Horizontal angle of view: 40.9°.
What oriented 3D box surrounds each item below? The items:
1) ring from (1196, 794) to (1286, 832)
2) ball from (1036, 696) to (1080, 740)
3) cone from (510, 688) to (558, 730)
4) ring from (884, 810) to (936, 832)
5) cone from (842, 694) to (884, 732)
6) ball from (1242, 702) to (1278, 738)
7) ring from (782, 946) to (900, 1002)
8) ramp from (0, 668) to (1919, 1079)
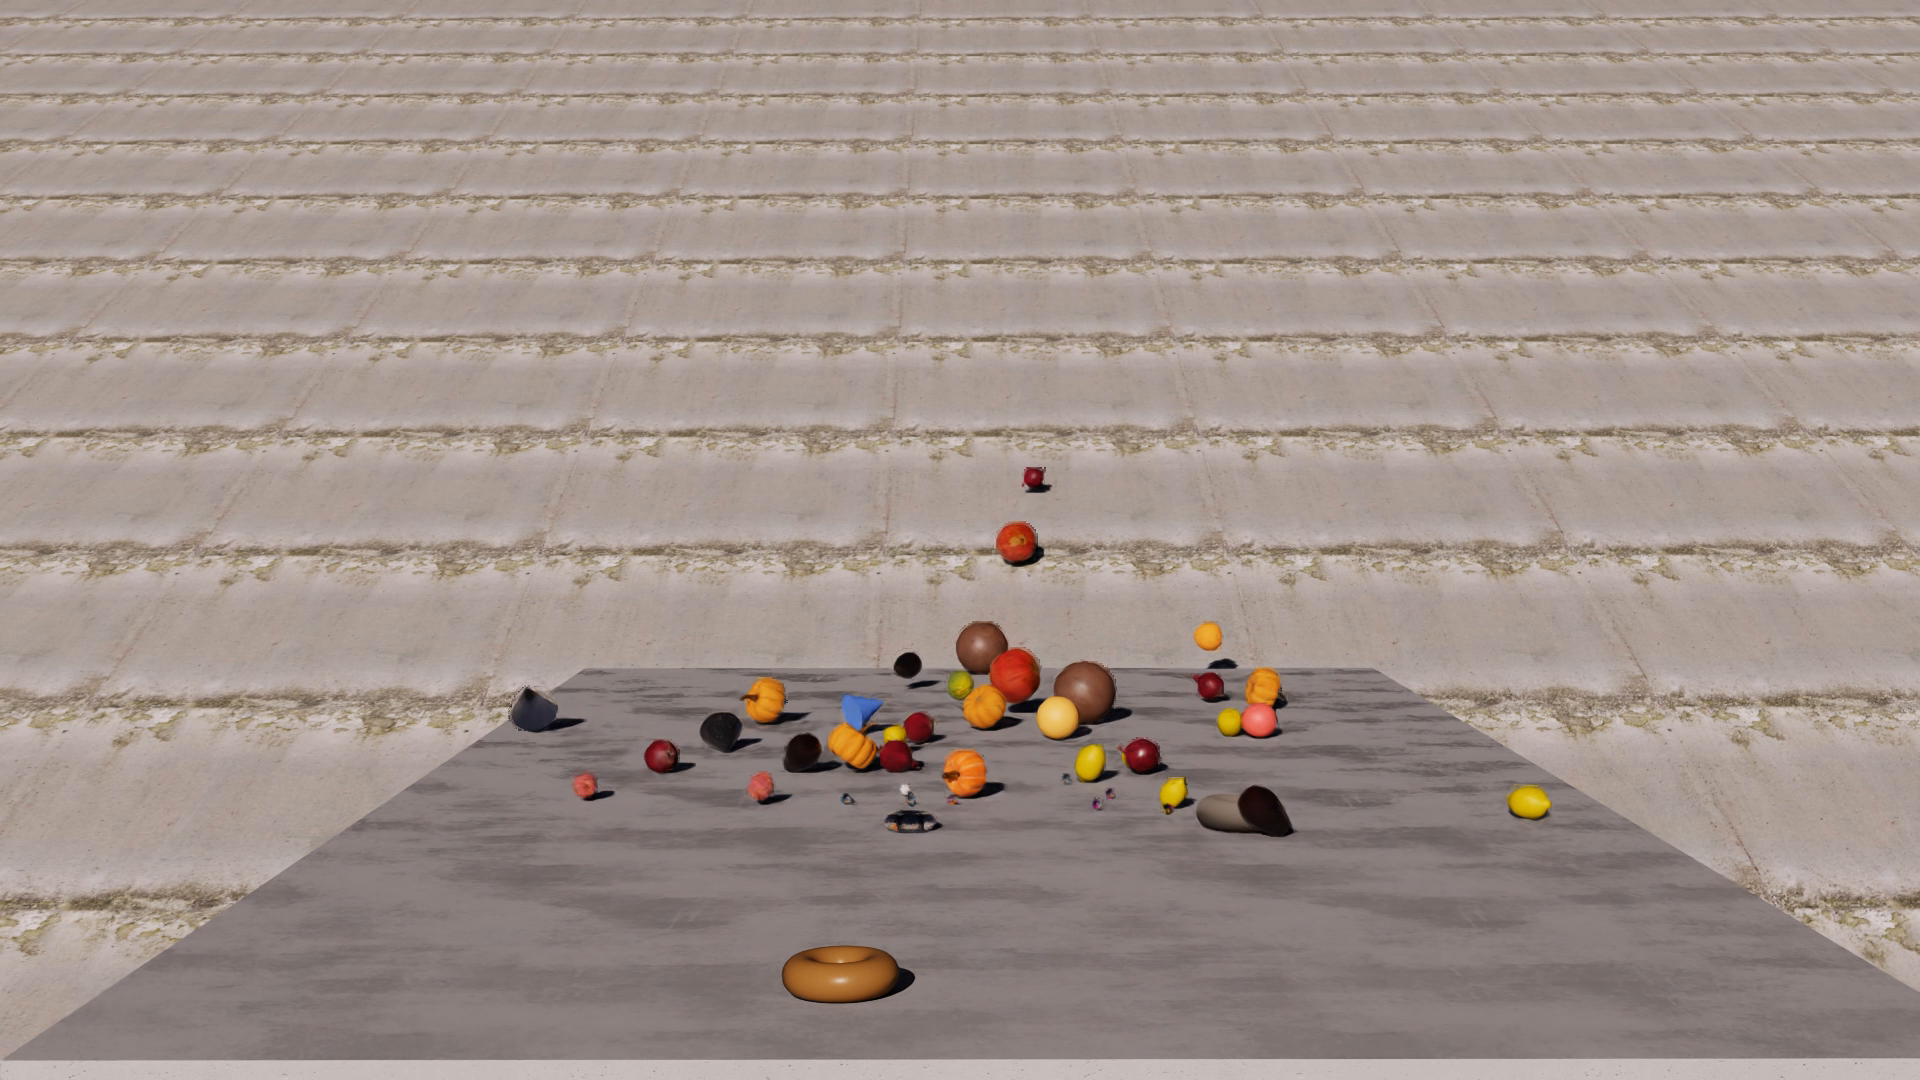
[{"bbox_3d":[0.434,0.421,3.975,0.139,0.046,0.139,1,2,0],"label":"ring"},{"bbox_3d":[0.193,0.350,5.071,0.086,0.086,0.086,0,22,0],"label":"ball"},{"bbox_3d":[-0.865,0.320,5.175,0.095,0.095,0.095,0,58,1],"label":"cone"},{"bbox_3d":[-0.077,0.432,3.954,0.080,0.027,0.080,0,1,0],"label":"ring"},{"bbox_3d":[-0.184,0.335,5.156,0.077,0.077,0.077,-19,28,-29],"label":"cone"},{"bbox_3d":[0.593,0.357,5.094,0.070,0.070,0.070,0,22,0],"label":"ball"},{"bbox_3d":[-0.131,0.477,2.828,0.130,0.043,0.130,-1,3,0],"label":"ring"},{"bbox_3d":[0.052,0.468,4.535,2.000,0.100,4.000,0,3,0],"label":"ramp"}]
